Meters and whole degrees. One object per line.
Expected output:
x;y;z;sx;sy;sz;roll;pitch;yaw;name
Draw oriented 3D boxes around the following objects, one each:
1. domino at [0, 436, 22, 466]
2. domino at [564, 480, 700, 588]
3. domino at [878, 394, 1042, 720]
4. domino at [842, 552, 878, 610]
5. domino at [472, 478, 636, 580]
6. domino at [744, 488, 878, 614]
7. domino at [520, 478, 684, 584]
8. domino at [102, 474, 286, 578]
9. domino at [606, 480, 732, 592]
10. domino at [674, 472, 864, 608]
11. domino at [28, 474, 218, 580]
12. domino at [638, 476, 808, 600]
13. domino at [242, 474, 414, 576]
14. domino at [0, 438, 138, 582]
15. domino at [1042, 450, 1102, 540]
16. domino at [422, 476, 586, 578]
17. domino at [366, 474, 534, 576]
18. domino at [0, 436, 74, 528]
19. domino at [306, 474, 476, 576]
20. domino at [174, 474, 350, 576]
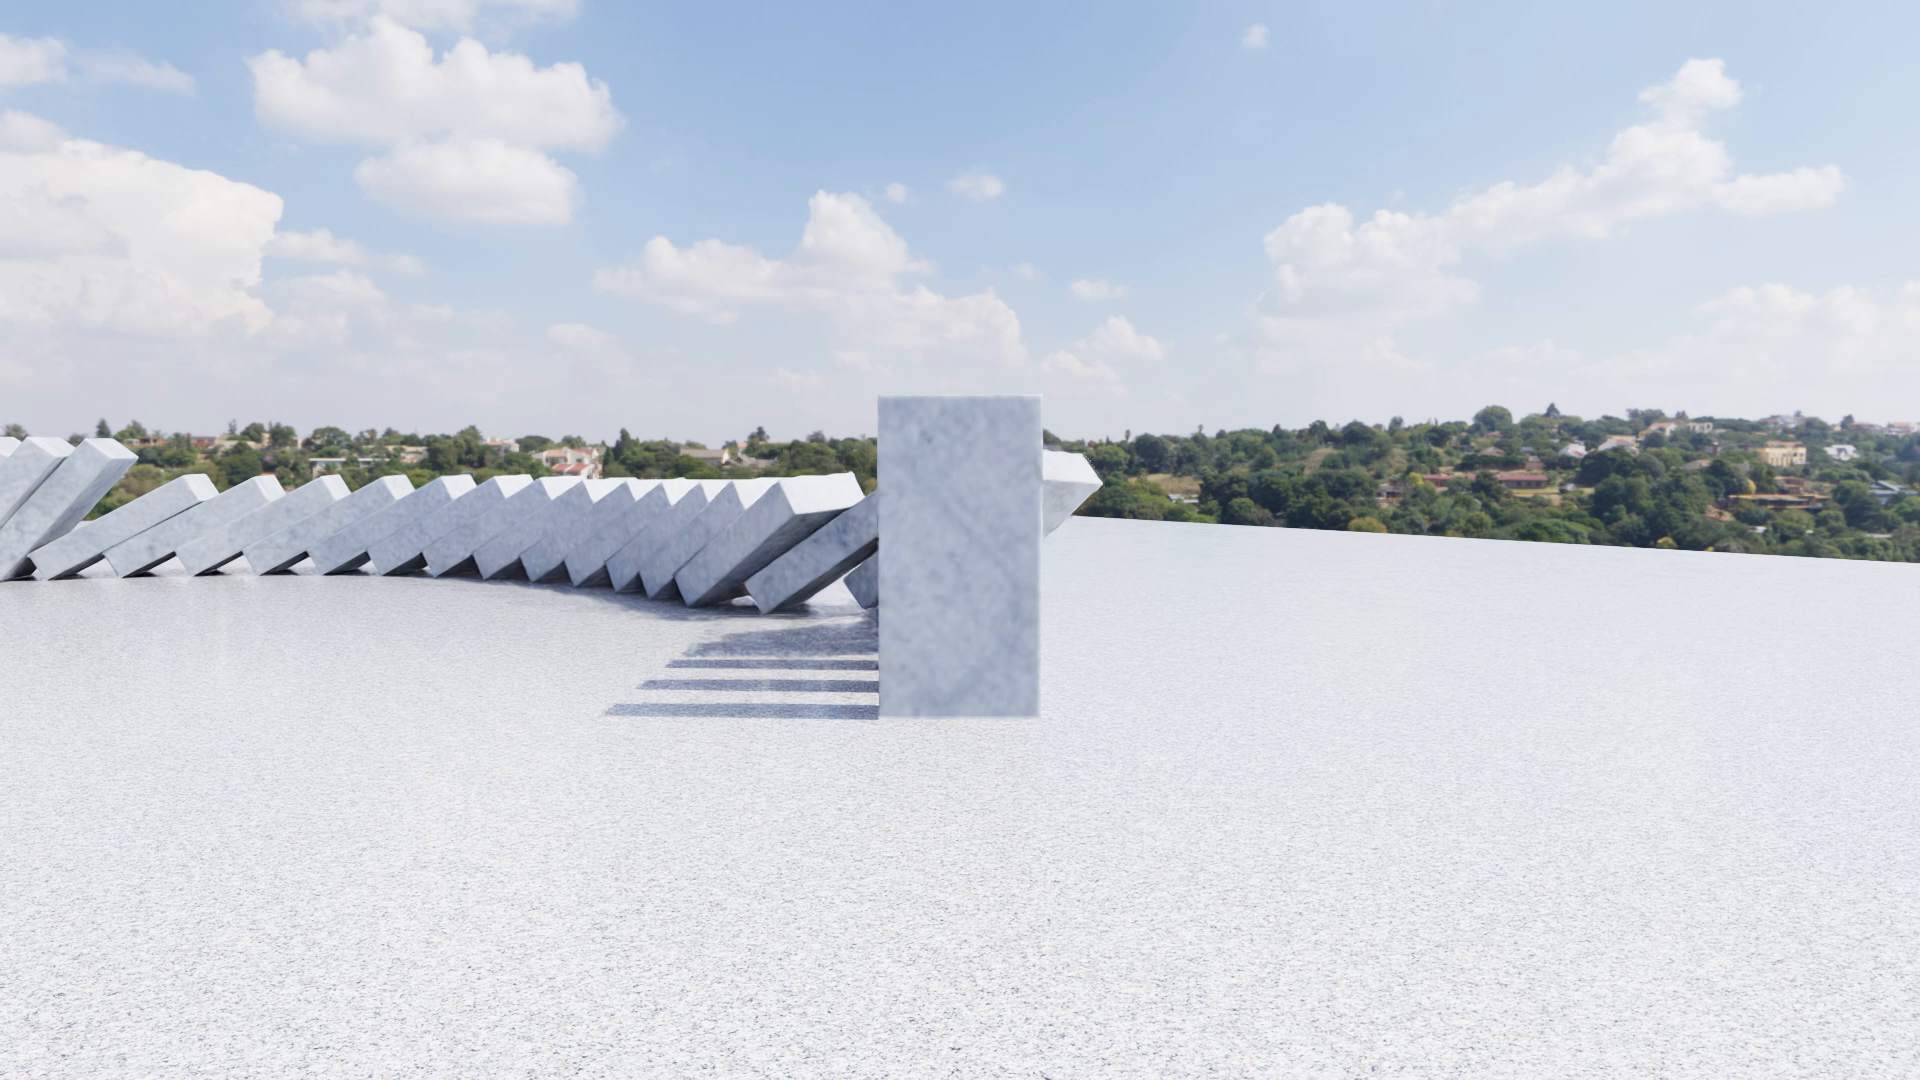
-0.308;-0.009;0.393;0.010;0.050;0.025;40;-7;-15;domino
-0.091;-0.002;0.377;0.050;0.010;0.025;-32;-15;33;domino
0.000;0.002;0.201;0.025;0.050;0.010;0;4;0;domino
-0.005;-0.002;0.329;0.050;0.010;0.025;-39;-9;15;domino
-0.126;-0.004;0.403;0.050;0.010;0.025;-29;-8;23;domino
-0.028;0.000;0.325;0.050;0.009;0.025;-34;-6;16;domino
-0.108;-0.003;0.392;0.050;0.009;0.025;-30;-10;27;domino
-0.250;-0.005;0.422;0.050;0.009;0.025;-30;11;-11;domino
-0.076;-0.001;0.363;0.050;0.009;0.025;-34;-18;36;domino
-0.049;0.000;0.329;0.025;0.010;0.050;-10;-21;-49;domino
-0.269;-0.005;0.415;0.050;0.010;0.025;-31;12;-12;domino
-0.063;0.000;0.345;0.025;0.010;0.050;-6;-23;-48;domino
-0.209;-0.005;0.427;0.050;0.009;0.025;-29;7;-5;domino
-0.286;-0.010;0.407;0.010;0.050;0.025;41;-7;-15;domino
0.009;-0.002;0.314;0.050;0.010;0.025;-45;-26;28;domino
-0.145;-0.005;0.414;0.050;0.010;0.025;-28;-4;16;domino
-0.165;-0.005;0.421;0.050;0.009;0.025;-28;0;8;domino
-0.297;-0.010;0.397;0.010;0.050;0.025;40;-7;-15;domino
-0.187;-0.005;0.426;0.050;0.009;0.025;-28;4;2;domino
-0.230;-0.005;0.427;0.050;0.009;0.025;-30;10;-10;domino
